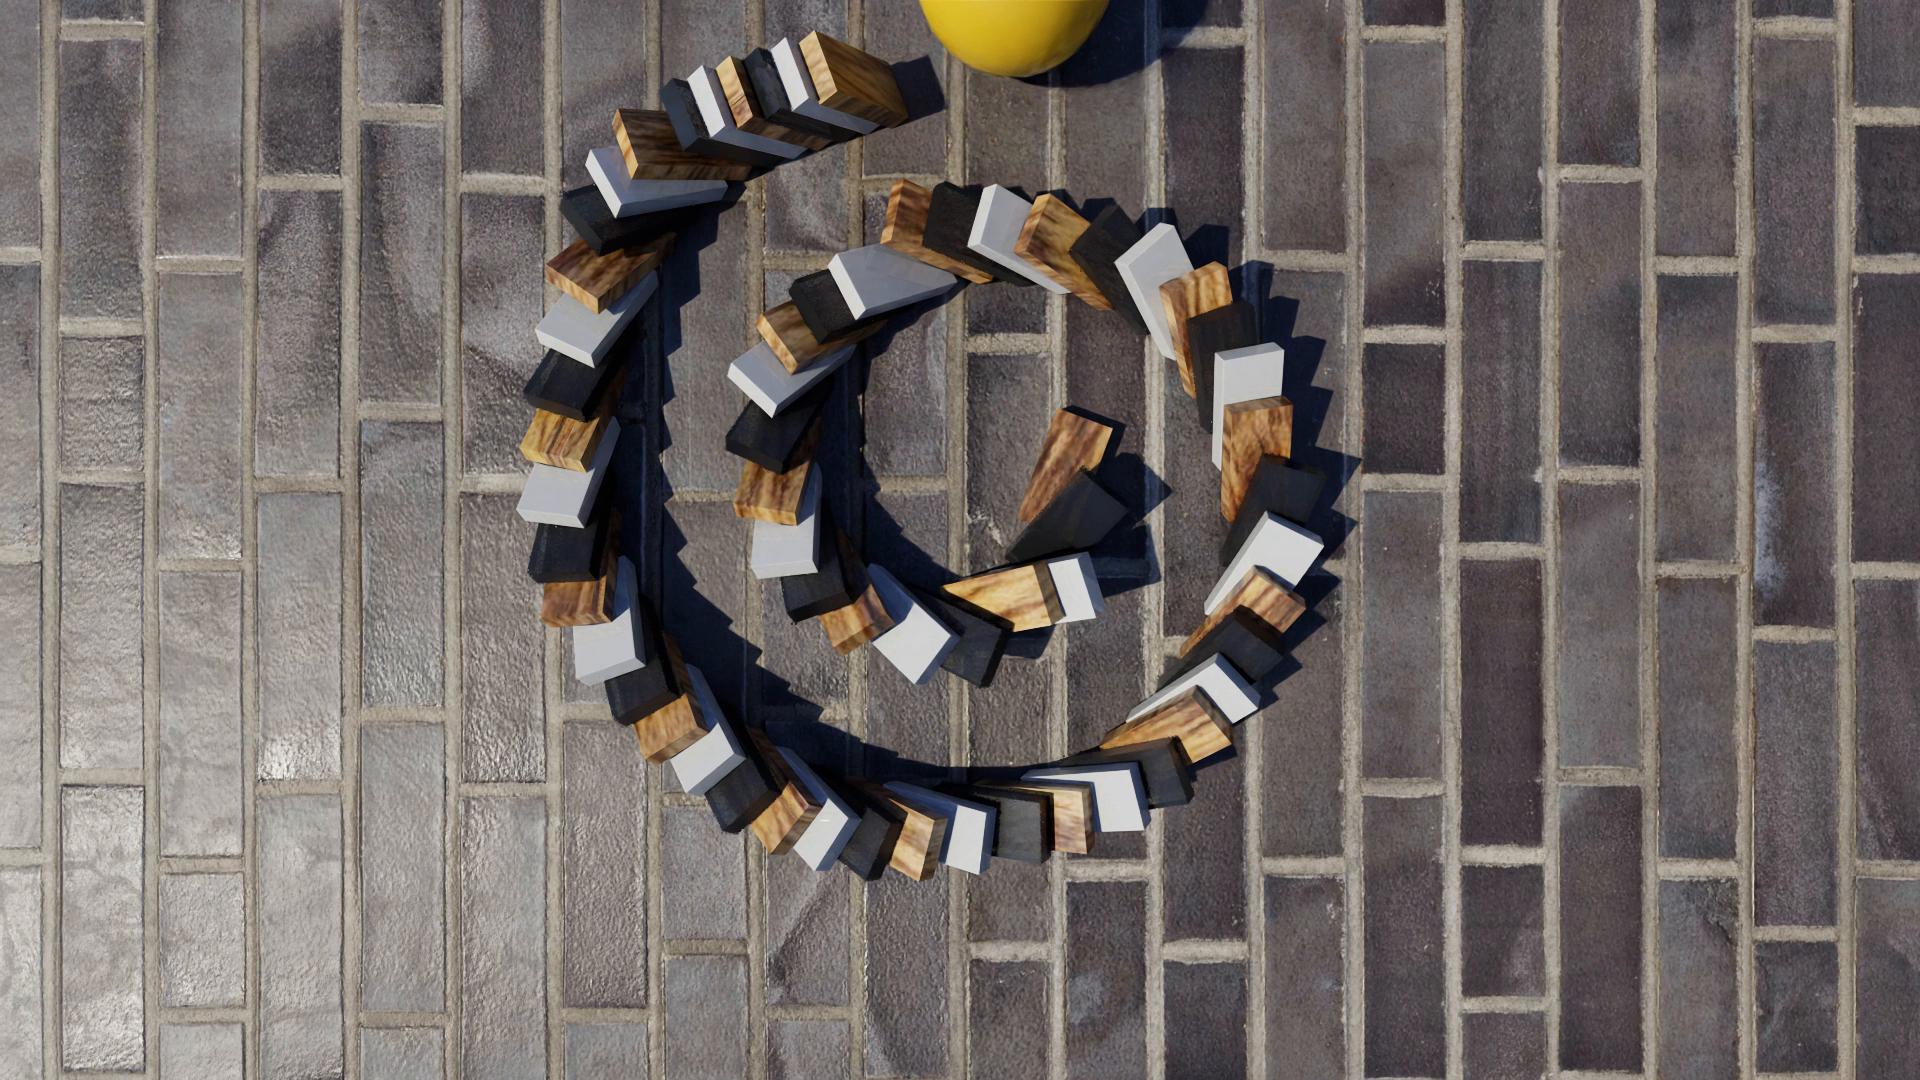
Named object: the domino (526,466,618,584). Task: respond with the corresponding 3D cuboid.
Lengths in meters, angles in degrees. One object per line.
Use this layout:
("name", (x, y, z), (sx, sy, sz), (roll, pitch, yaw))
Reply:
("domino", (-0.161, -0.007, 0.383), (0.025, 0.010, 0.050), (-2, 61, 2))

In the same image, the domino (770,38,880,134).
("domino", (-0.054, -0.185, 0.376), (0.009, 0.050, 0.025), (-21, 90, 33))

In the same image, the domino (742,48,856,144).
("domino", (-0.064, -0.182, 0.376), (0.009, 0.050, 0.025), (-21, 90, 33))

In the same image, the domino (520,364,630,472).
("domino", (-0.161, -0.054, 0.384), (0.025, 0.010, 0.050), (12, 63, 0))

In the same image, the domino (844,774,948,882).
("domino", (-0.030, 0.119, 0.381), (0.050, 0.009, 0.025), (14, 90, 36))

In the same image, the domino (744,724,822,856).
("domino", (-0.081, 0.103, 0.381), (0.050, 0.009, 0.025), (40, 92, 35))

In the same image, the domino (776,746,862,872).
("domino", (-0.066, 0.111, 0.382), (0.050, 0.009, 0.025), (33, 91, 35))

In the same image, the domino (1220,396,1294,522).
("domino", (0.124, -0.033, 0.383), (0.025, 0.009, 0.050), (-9, 121, -1))

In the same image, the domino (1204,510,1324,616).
("domino", (0.127, 0.015, 0.384), (0.025, 0.009, 0.050), (26, 117, 0))

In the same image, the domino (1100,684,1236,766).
("domino", (0.086, 0.083, 0.382), (0.050, 0.010, 0.025), (-39, 92, 33))

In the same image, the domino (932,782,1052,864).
("domino", (0.013, 0.118, 0.383), (0.050, 0.009, 0.025), (-1, 92, 30))

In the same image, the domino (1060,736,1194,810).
("domino", (0.069, 0.100, 0.383), (0.050, 0.009, 0.025), (-20, 90, 31))

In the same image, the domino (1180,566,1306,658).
("domino", (0.118, 0.037, 0.385), (0.025, 0.010, 0.050), (34, 116, 0))

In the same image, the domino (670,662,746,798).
("domino", (-0.111, 0.079, 0.383), (0.025, 0.009, 0.050), (-40, 57, 0))

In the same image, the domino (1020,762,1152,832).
("domino", (0.052, 0.108, 0.383), (0.050, 0.009, 0.025), (-13, 92, 31))

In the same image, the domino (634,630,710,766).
("domino", (-0.125, 0.065, 0.383), (0.025, 0.009, 0.050), (-32, 58, 0))

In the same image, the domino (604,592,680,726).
("domino", (-0.136, 0.049, 0.383), (0.025, 0.010, 0.050), (-28, 58, 0))

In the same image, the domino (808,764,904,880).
("domino", (-0.049, 0.117, 0.382), (0.050, 0.010, 0.025), (24, 90, 36))

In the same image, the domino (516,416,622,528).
("domino", (-0.163, -0.030, 0.384), (0.025, 0.009, 0.050), (7, 62, 1))

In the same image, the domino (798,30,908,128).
("domino", (-0.043, -0.188, 0.376), (0.009, 0.050, 0.025), (-21, 90, 33))

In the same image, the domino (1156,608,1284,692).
("domino", (0.108, 0.054, 0.382), (0.025, 0.010, 0.050), (37, 123, -1))

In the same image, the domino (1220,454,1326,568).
("domino", (0.130, -0.009, 0.384), (0.025, 0.009, 0.050), (15, 118, 0))

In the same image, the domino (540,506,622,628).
("domino", (-0.158, 0.011, 0.384), (0.025, 0.010, 0.050), (-6, 61, 0))

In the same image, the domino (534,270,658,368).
("domino", (-0.152, -0.098, 0.385), (0.025, 0.009, 0.050), (25, 63, 0))

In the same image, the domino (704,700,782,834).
("domino", (-0.097, 0.094, 0.382), (0.025, 0.009, 0.050), (-43, 56, 2))

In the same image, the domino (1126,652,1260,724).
("domino", (0.097, 0.071, 0.382), (0.025, 0.010, 0.050), (47, 123, 0))

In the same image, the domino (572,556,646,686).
("domino", (-0.147, 0.033, 0.383), (0.025, 0.009, 0.050), (-20, 58, 1))

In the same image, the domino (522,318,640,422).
("domino", (-0.158, -0.075, 0.384), (0.025, 0.009, 0.050), (18, 63, 1))

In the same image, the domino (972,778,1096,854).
("domino", (0.030, 0.115, 0.383), (0.050, 0.009, 0.025), (-5, 90, 30))

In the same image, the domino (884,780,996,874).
("domino", (-0.010, 0.120, 0.384), (0.050, 0.010, 0.025), (7, 90, 29))

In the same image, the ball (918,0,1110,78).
("ball", (0.022, -0.226, 0.360), (0.080, 0.080, 0.080), (0, 90, 0))
